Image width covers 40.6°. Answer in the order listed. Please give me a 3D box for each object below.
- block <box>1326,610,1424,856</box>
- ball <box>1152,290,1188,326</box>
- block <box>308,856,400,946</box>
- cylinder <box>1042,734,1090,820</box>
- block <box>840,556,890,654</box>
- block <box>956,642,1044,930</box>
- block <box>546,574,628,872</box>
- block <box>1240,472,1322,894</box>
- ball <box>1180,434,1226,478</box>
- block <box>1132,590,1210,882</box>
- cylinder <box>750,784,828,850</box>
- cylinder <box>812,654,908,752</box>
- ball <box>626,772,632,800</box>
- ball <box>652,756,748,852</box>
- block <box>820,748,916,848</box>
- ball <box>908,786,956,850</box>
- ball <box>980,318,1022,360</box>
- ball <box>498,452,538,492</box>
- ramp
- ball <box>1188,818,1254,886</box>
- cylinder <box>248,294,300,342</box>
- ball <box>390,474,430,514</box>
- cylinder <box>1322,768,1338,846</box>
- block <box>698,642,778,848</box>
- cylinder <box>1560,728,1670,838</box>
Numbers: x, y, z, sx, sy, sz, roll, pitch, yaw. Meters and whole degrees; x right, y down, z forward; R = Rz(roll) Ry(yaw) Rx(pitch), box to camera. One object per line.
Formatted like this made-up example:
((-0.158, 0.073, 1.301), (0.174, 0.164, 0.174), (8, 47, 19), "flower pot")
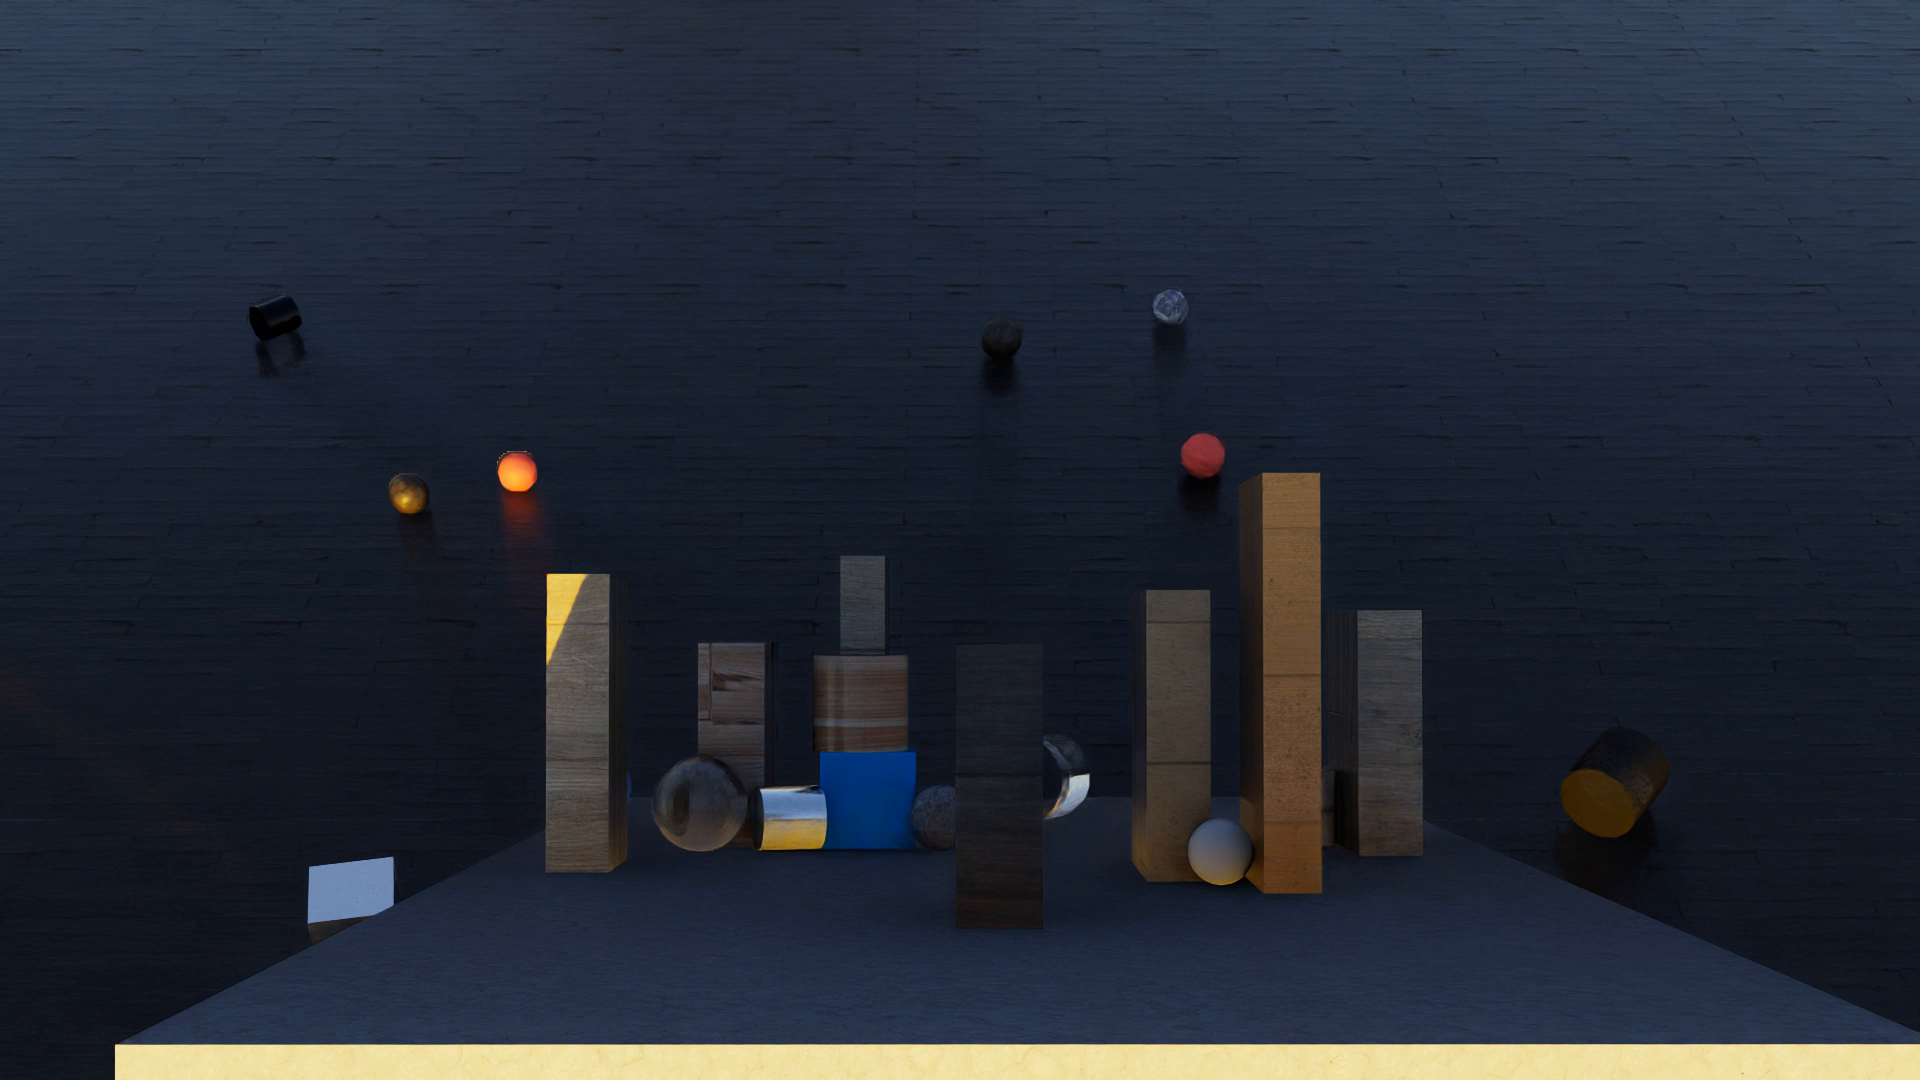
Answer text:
((0.849, 0.388, 5.347), (0.127, 0.484, 0.439), (0, -2, 0), "block")
((0.727, -0.803, 8.978), (0.126, 0.126, 0.126), (0, 35, 0), "ball")
((-1.491, 0.940, 6.420), (0.205, 0.205, 0.205), (-6, 35, -9), "block")
((0.177, 0.553, 6.030), (0.196, 0.196, 0.196), (16, 4, 22), "cylinder")
((-0.206, 0.339, 5.660), (0.094, 0.601, 0.346), (0, -2, 0), "block")
((0.059, 0.378, 4.120), (0.131, 0.427, 0.424), (0, -2, 0), "block")
((-0.706, 0.342, 4.925), (0.116, 0.550, 0.265), (0, -2, 0), "block")
((0.565, 0.249, 4.608), (0.098, 0.715, 0.371), (0, -2, 0), "block")
((0.767, -0.265, 8.194), (0.144, 0.144, 0.144), (0, 35, 0), "ball")
((0.389, 0.354, 4.818), (0.114, 0.518, 0.390), (0, -2, 0), "block")
((-0.348, 0.563, 5.269), (0.129, 0.129, 0.129), (3, 33, -17), "cylinder")
((-0.206, 0.337, 5.388), (0.197, 0.197, 0.197), (0, -2, 0), "cylinder")
((-0.859, 0.587, 6.237), (0.141, 0.141, 0.141), (0, 35, 0), "ball")
((-0.522, 0.530, 5.226), (0.191, 0.191, 0.191), (0, 35, 0), "ball")
((-0.189, 0.533, 5.383), (0.195, 0.195, 0.195), (0, -2, -1), "block")
((-0.037, 0.560, 5.239), (0.132, 0.132, 0.132), (0, 35, 0), "ball")
((0.139, -0.682, 8.792), (0.142, 0.142, 0.142), (0, 35, 0), "ball")
((-1.384, -0.212, 8.136), (0.124, 0.124, 0.124), (0, 35, 0), "ball")
((0.077, 0.664, 4.834), (2.000, 0.100, 4.000), (0, -2, 0), "ramp")
((0.458, 0.547, 4.559), (0.117, 0.117, 0.117), (0, 35, 0), "ball")
((-2.352, -0.763, 8.916), (0.125, 0.125, 0.125), (-29, 44, -35), "cylinder")
((-1.702, -0.140, 8.034), (0.123, 0.123, 0.123), (0, 35, 0), "ball")
((0.707, 0.554, 5.400), (0.156, 0.156, 0.156), (0, -2, 0), "cylinder")
((-0.469, 0.427, 5.528), (0.136, 0.418, 0.407), (0, -2, 0), "block")
((1.727, 0.639, 6.845), (0.210, 0.210, 0.210), (23, 41, 30), "cylinder")
